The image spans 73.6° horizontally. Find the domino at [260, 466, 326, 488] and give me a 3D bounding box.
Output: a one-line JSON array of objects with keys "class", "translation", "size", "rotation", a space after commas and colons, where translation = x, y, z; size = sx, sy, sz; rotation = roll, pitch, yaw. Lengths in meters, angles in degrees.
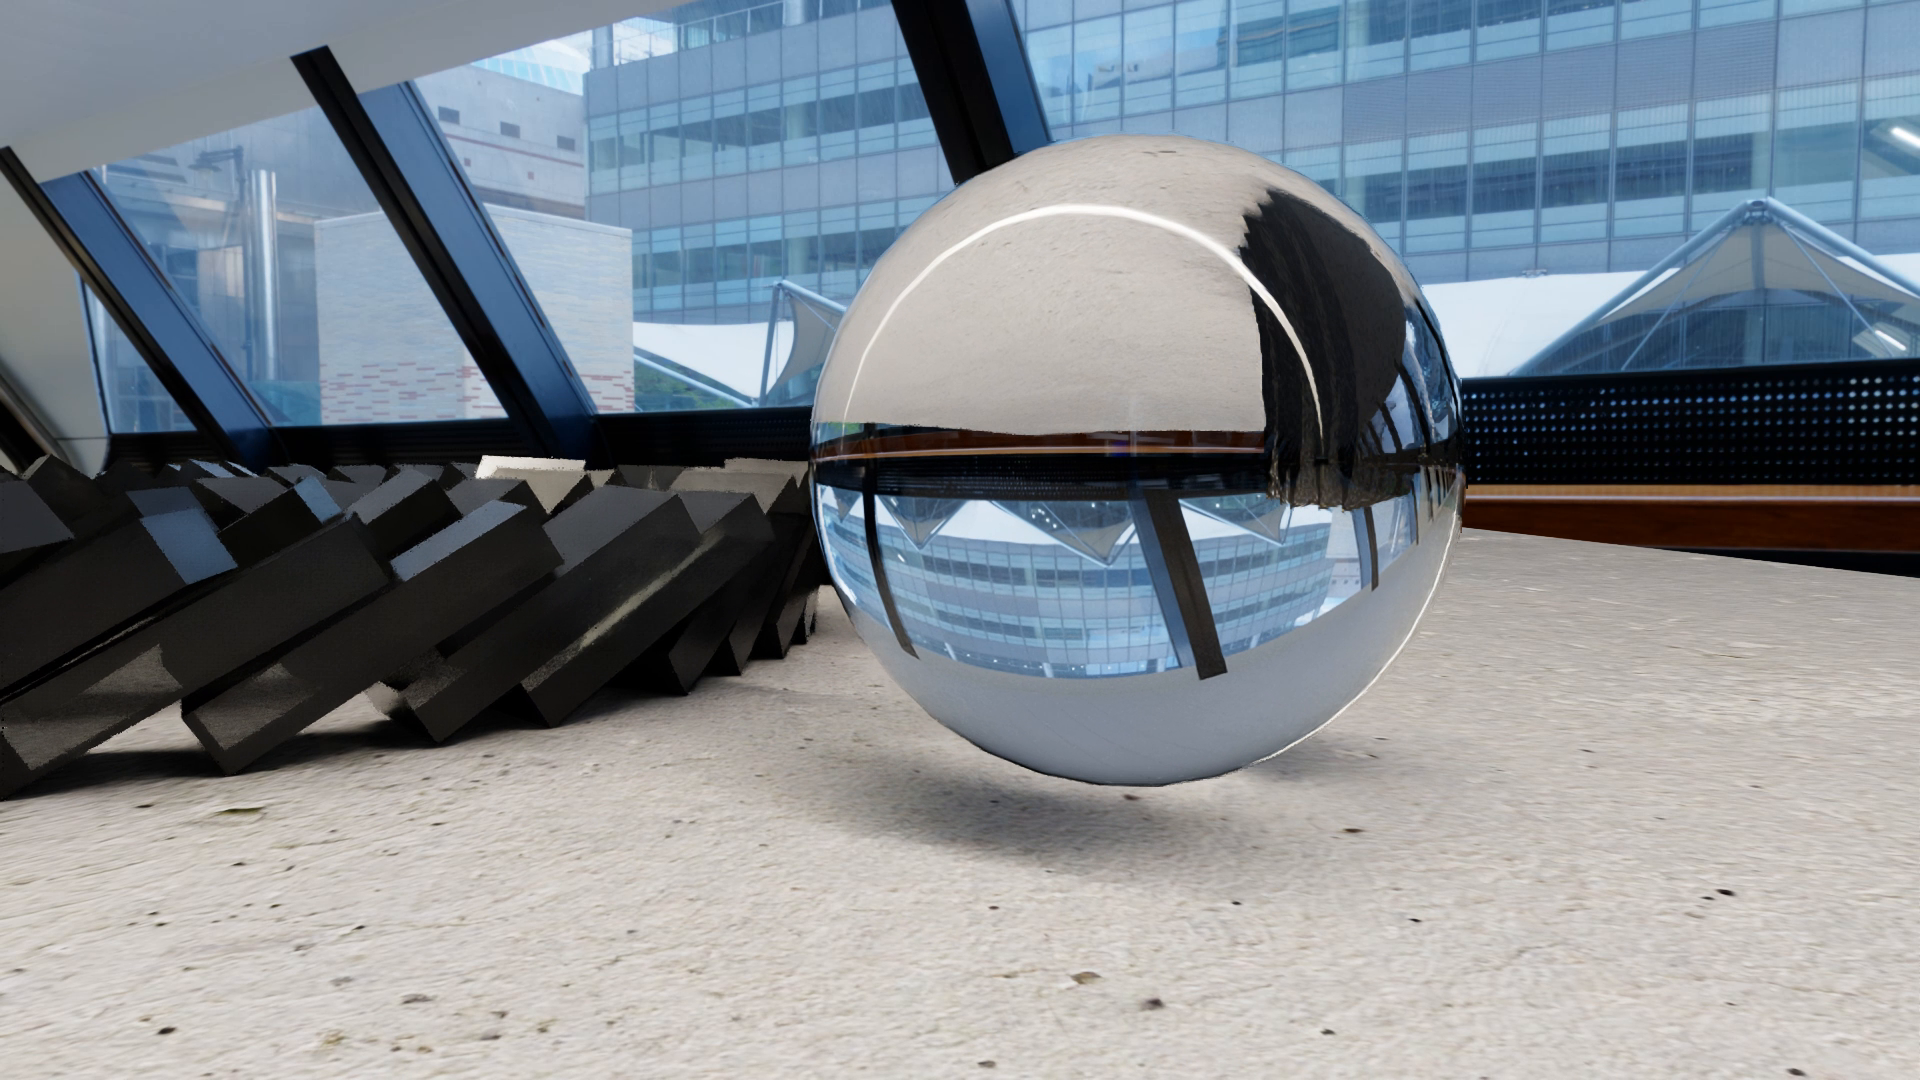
[{"class": "domino", "translation": [-0.184, -0.004, 0.388], "size": [0.050, 0.010, 0.025], "rotation": [34, 3, -3]}]

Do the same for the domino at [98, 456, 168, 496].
[{"class": "domino", "translation": [-0.220, -0.005, 0.369], "size": [0.050, 0.009, 0.025], "rotation": [39, -18, -25]}]

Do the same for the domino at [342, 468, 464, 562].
[{"class": "domino", "translation": [-0.116, 0.006, 0.231], "size": [0.050, 0.010, 0.025], "rotation": [-40, 27, -22]}]

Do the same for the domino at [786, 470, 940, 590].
[{"class": "domino", "translation": [-0.030, -0.004, 0.394], "size": [0.025, 0.010, 0.050], "rotation": [-2, 35, -38]}]

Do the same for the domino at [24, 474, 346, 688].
[{"class": "domino", "translation": [-0.132, 0.008, 0.219], "size": [0.050, 0.010, 0.025], "rotation": [-35, 18, -12]}]

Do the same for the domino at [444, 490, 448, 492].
[{"class": "domino", "translation": [-0.127, 0.001, 0.330], "size": [0.025, 0.010, 0.050], "rotation": [17, 15, -38]}]

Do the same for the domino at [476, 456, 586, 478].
[{"class": "domino", "translation": [-0.106, 0.000, 0.307], "size": [0.025, 0.009, 0.050], "rotation": [2, 42, -7]}]

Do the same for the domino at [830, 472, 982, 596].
[{"class": "domino", "translation": [-0.017, -0.003, 0.378], "size": [0.025, 0.009, 0.050], "rotation": [-3, 35, -31]}]

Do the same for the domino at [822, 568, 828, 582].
[{"class": "domino", "translation": [-0.047, -0.006, 0.408], "size": [0.025, 0.010, 0.050], "rotation": [-3, 36, -46]}]

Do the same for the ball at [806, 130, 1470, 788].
[{"class": "ball", "translation": [0.021, -0.010, 0.161], "size": [0.080, 0.080, 0.080], "rotation": [0, 4, 0]}]

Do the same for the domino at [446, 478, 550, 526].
[{"class": "domino", "translation": [-0.106, 0.006, 0.247], "size": [0.025, 0.010, 0.050], "rotation": [4, 40, 44]}]

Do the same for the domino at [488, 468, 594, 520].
[{"class": "domino", "translation": [-0.100, 0.004, 0.269], "size": [0.025, 0.010, 0.050], "rotation": [5, 40, 24]}]

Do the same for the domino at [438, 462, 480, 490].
[{"class": "domino", "translation": [-0.131, -0.005, 0.388], "size": [0.050, 0.010, 0.025], "rotation": [36, 10, 14]}]

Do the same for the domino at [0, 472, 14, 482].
[{"class": "domino", "translation": [-0.175, 0.008, 0.205], "size": [0.050, 0.009, 0.025], "rotation": [-37, -7, 19]}]

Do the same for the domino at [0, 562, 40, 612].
[{"class": "domino", "translation": [-0.257, 0.002, 0.312], "size": [0.025, 0.010, 0.050], "rotation": [2, -26, 29]}]

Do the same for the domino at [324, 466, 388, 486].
[{"class": "domino", "translation": [-0.166, -0.005, 0.390], "size": [0.050, 0.010, 0.025], "rotation": [34, 7, 2]}]

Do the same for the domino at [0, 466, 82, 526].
[{"class": "domino", "translation": [-0.242, -0.003, 0.343], "size": [0.025, 0.009, 0.050], "rotation": [2, -35, 43]}]

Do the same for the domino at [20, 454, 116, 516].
[{"class": "domino", "translation": [-0.232, -0.004, 0.355], "size": [0.025, 0.009, 0.050], "rotation": [0, -36, 48]}]

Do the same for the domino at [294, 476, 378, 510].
[{"class": "domino", "translation": [-0.150, 0.000, 0.335], "size": [0.050, 0.009, 0.025], "rotation": [32, 11, 26]}]

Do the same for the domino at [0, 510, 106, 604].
[{"class": "domino", "translation": [-0.250, -0.002, 0.329], "size": [0.025, 0.010, 0.050], "rotation": [2, -34, 37]}]

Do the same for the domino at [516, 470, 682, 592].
[{"class": "domino", "translation": [-0.108, -0.003, 0.382], "size": [0.050, 0.009, 0.025], "rotation": [39, 24, 31]}]

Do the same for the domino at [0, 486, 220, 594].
[{"class": "domino", "translation": [-0.153, 0.009, 0.213], "size": [0.050, 0.010, 0.025], "rotation": [-34, 10, -7]}]

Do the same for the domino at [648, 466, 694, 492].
[{"class": "domino", "translation": [-0.065, -0.001, 0.341], "size": [0.025, 0.009, 0.050], "rotation": [0, 37, -30]}]

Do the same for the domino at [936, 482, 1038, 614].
[{"class": "domino", "translation": [0.007, 0.001, 0.339], "size": [0.025, 0.010, 0.050], "rotation": [0, 32, 0]}]

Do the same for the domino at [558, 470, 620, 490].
[{"class": "domino", "translation": [-0.097, 0.003, 0.286], "size": [0.025, 0.009, 0.050], "rotation": [1, 39, 18]}]

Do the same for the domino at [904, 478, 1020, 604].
[{"class": "domino", "translation": [0.000, -0.001, 0.360], "size": [0.025, 0.009, 0.050], "rotation": [0, 33, -9]}]

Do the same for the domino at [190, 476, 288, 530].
[{"class": "domino", "translation": [-0.172, 0.000, 0.333], "size": [0.050, 0.010, 0.025], "rotation": [29, 10, 11]}]

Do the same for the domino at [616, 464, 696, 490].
[{"class": "domino", "translation": [-0.076, -0.002, 0.356], "size": [0.025, 0.010, 0.050], "rotation": [-1, 38, -36]}]

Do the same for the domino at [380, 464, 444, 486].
[{"class": "domino", "translation": [-0.148, -0.005, 0.390], "size": [0.050, 0.009, 0.025], "rotation": [35, 8, 8]}]

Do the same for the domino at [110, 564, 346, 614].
[{"class": "domino", "translation": [-0.192, 0.013, 0.337], "size": [0.050, 0.010, 0.025], "rotation": [1, 4, 13]}]

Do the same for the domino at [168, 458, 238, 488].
[{"class": "domino", "translation": [-0.205, -0.005, 0.381], "size": [0.050, 0.010, 0.025], "rotation": [35, -8, -12]}]

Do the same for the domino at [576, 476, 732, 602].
[{"class": "domino", "translation": [-0.089, -0.001, 0.369], "size": [0.025, 0.010, 0.050], "rotation": [-3, 35, -39]}]
